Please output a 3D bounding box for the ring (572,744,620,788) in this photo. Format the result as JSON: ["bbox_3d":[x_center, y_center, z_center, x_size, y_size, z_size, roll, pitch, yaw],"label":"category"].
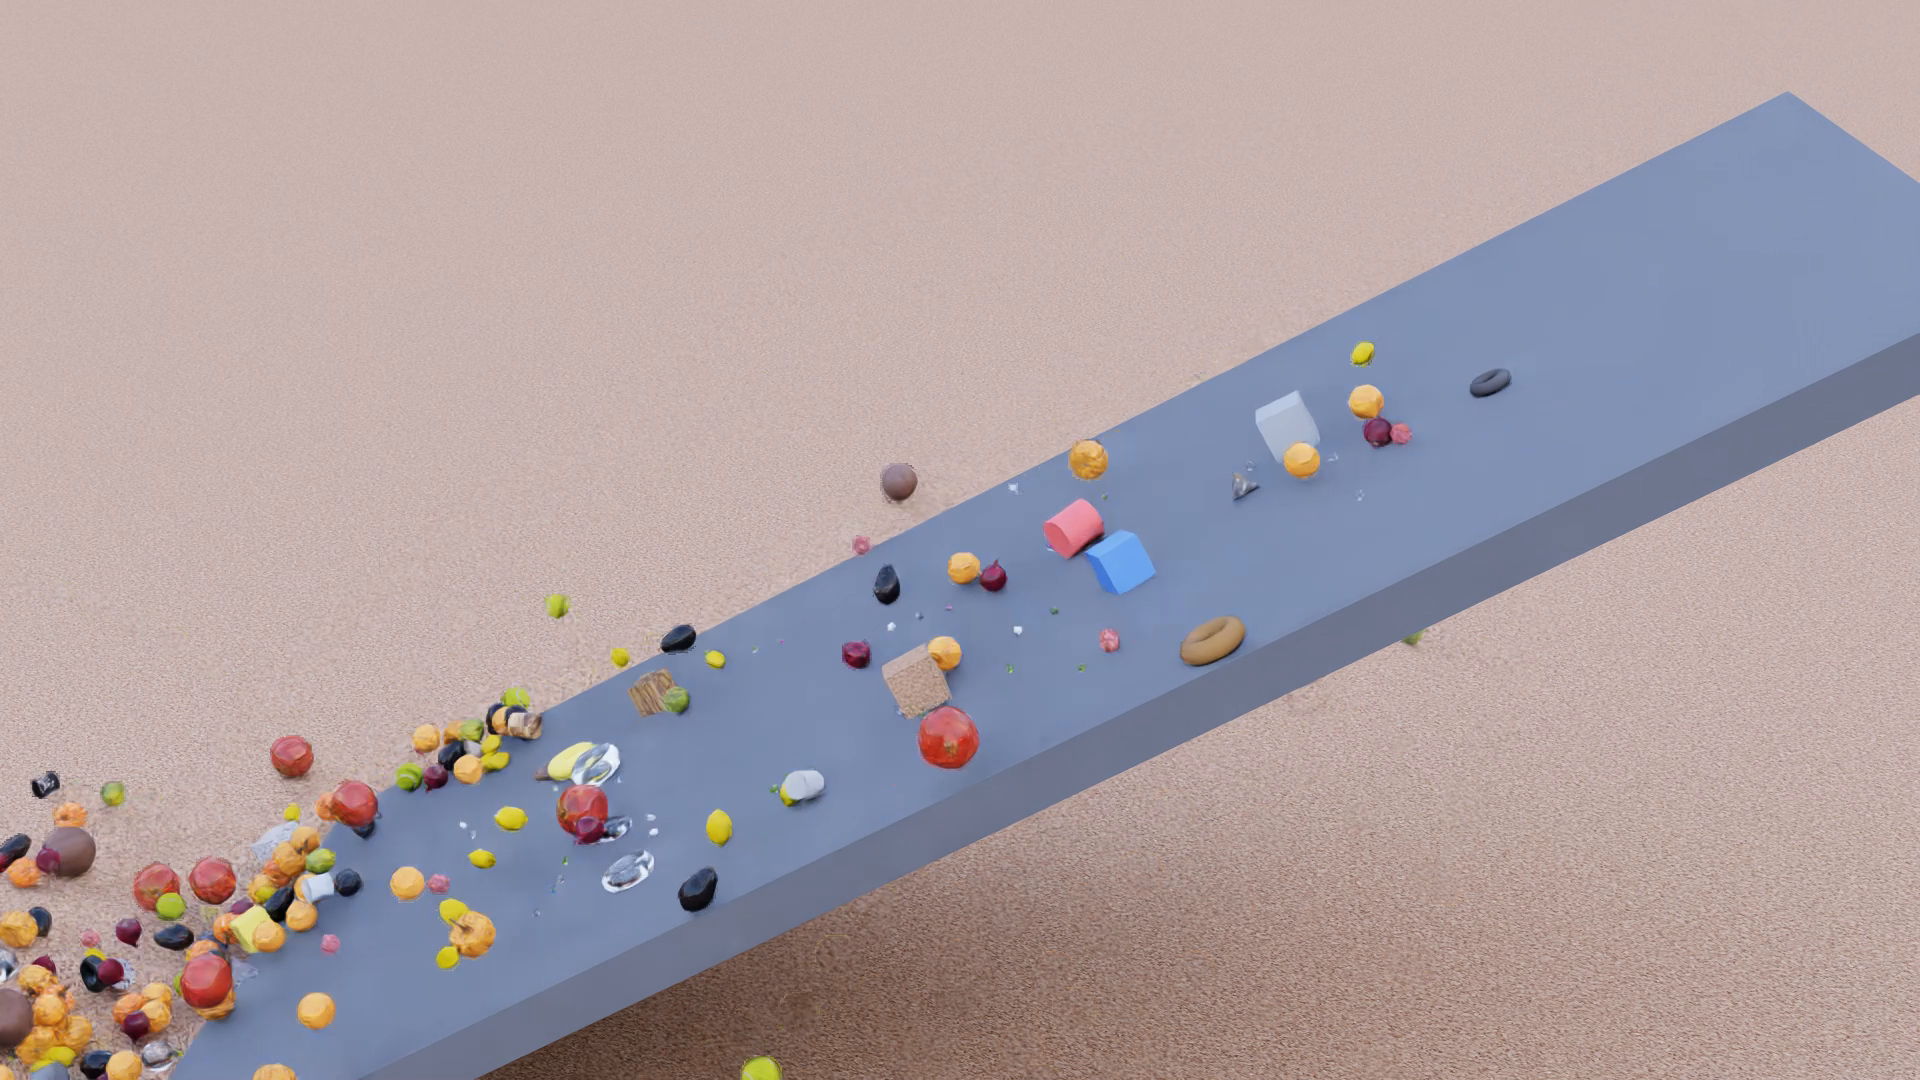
[{"bbox_3d":[-0.821,0.508,6.632,0.123,0.041,0.123,-24,29,14],"label":"ring"}]

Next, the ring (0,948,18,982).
[{"bbox_3d":[-2.272,0.995,6.869,0.143,0.048,0.143,1,17,0],"label":"ring"}]

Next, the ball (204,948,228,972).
[{"bbox_3d":[-1.718,0.970,6.784,0.054,0.054,0.054,0,17,0],"label":"ball"}]

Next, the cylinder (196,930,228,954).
[{"bbox_3d":[-1.769,0.953,6.960,0.055,0.055,0.055,-13,0,-36],"label":"cylinder"}]

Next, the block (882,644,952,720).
[{"bbox_3d":[-0.087,0.285,5.900,0.099,0.099,0.099,-29,14,2],"label":"block"}]

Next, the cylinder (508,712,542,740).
[{"bbox_3d":[-1.067,0.455,7.219,0.063,0.063,0.063,4,18,21],"label":"cylinder"}]

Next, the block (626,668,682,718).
[{"bbox_3d":[-0.720,0.359,6.928,0.076,0.076,0.076,-19,17,36],"label":"block"}]

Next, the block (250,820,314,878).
[{"bbox_3d":[-1.692,0.772,7.352,0.093,0.093,0.093,-18,19,44],"label":"block"}]

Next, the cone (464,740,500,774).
[{"bbox_3d":[-1.180,0.531,7.299,0.087,0.087,0.087,-5,18,-16],"label":"cone"}]

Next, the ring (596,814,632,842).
[{"bbox_3d":[-0.727,0.605,6.173,0.083,0.028,0.083,-26,14,7],"label":"ring"}]

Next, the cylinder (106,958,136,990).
[{"bbox_3d":[-1.937,1.000,6.781,0.062,0.062,0.062,-7,2,-21],"label":"cylinder"}]

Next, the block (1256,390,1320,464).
[{"bbox_3d":[0.693,-0.239,6.220,0.100,0.100,0.100,-26,14,12],"label":"block"}]

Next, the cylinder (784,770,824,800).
[{"bbox_3d":[-0.301,0.474,5.701,0.055,0.055,0.055,12,7,33],"label":"cylinder"}]

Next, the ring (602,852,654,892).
[{"bbox_3d":[-0.658,0.658,5.831,0.113,0.038,0.113,-27,15,8],"label":"ring"}]

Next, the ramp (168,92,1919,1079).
[{"bbox_3d":[0.141,0.167,6.281,4.000,0.100,2.000,-26,14,11],"label":"ramp"}]

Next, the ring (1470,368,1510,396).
[{"bbox_3d":[1.065,-0.316,5.908,0.087,0.029,0.087,-27,15,8],"label":"ring"}]

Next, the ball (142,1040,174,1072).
[{"bbox_3d":[-1.712,1.101,6.273,0.066,0.066,0.066,0,17,0],"label":"ball"}]

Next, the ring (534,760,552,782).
[{"bbox_3d":[-0.961,0.538,6.876,0.075,0.025,0.075,-29,13,7],"label":"ring"}]

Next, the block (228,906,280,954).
[{"bbox_3d":[-1.632,0.901,6.805,0.075,0.075,0.075,-36,15,-26],"label":"block"}]

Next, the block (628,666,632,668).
[{"bbox_3d":[-0.949,0.405,8.744,0.052,0.052,0.052,-11,20,-31],"label":"block"}]

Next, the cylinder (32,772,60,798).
[{"bbox_3d":[-2.459,0.660,7.909,0.053,0.053,0.053,14,25,38],"label":"cylinder"}]

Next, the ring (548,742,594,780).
[{"bbox_3d":[-0.896,0.512,6.805,0.127,0.042,0.127,-26,15,8],"label":"ring"}]

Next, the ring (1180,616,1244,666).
[{"bbox_3d":[0.456,0.182,5.314,0.130,0.043,0.130,-28,15,8],"label":"ring"}]

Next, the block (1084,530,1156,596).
[{"bbox_3d":[0.324,0.045,5.953,0.091,0.091,0.091,-32,14,-11],"label":"block"}]

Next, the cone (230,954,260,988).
[{"bbox_3d":[-1.620,0.956,6.598,0.068,0.068,0.068,-27,14,7],"label":"cone"}]

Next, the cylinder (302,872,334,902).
[{"bbox_3d":[-1.452,0.787,6.655,0.054,0.054,0.054,-17,24,-34],"label":"cylinder"}]
